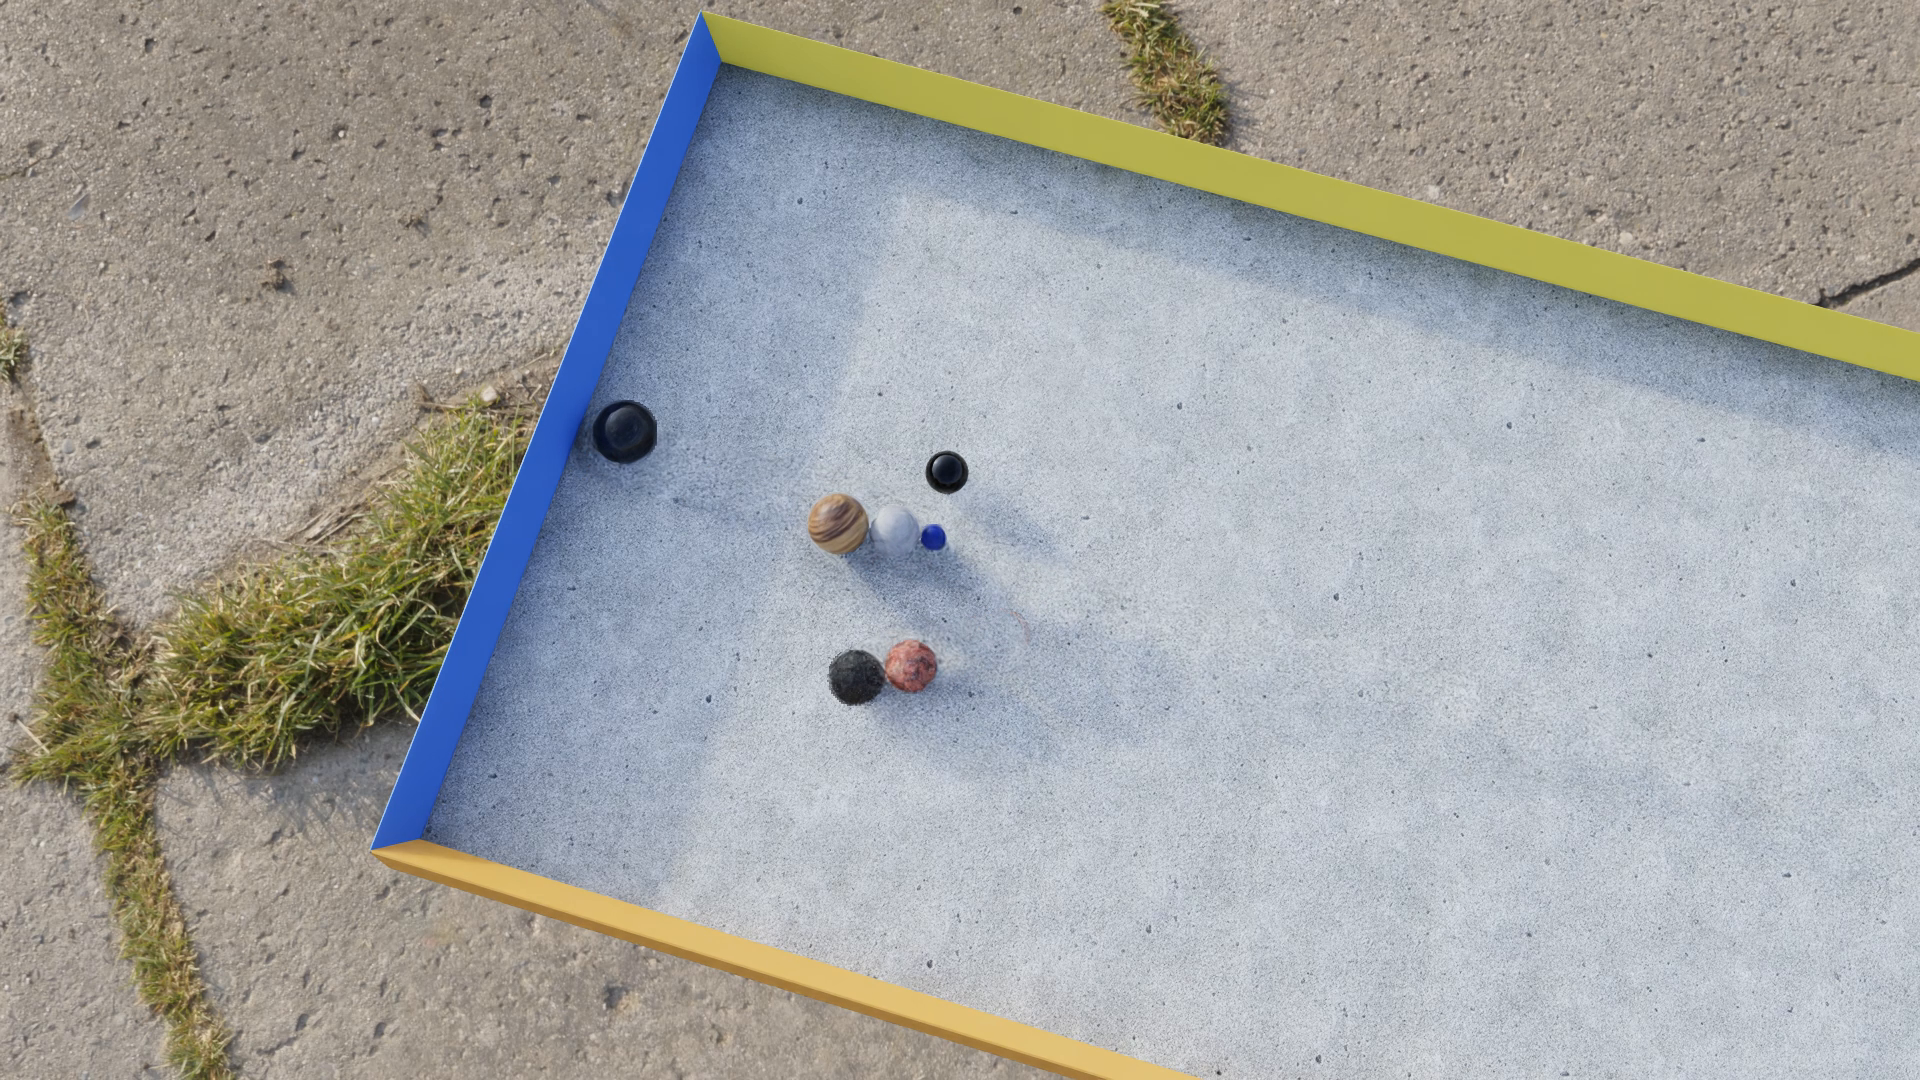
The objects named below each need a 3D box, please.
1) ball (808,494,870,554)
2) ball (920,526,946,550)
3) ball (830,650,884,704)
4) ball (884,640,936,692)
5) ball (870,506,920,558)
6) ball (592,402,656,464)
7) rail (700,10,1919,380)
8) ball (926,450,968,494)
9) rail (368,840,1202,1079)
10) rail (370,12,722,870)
[{"bbox_3d":[-0.188,-0.024,3.418,0.094,0.094,0.094,0,71,0],"label":"ball"},{"bbox_3d":[-0.041,-0.003,3.439,0.040,0.040,0.040,0,71,0],"label":"ball"},{"bbox_3d":[-0.156,0.209,3.343,0.083,0.083,0.083,0,71,0],"label":"ball"},{"bbox_3d":[-0.075,0.192,3.351,0.079,0.079,0.079,0,71,0],"label":"ball"},{"bbox_3d":[-0.101,-0.012,3.422,0.079,0.079,0.079,0,71,0],"label":"ball"},{"bbox_3d":[-0.529,-0.169,3.466,0.098,0.098,0.098,0,71,0],"label":"ball"},{"bbox_3d":[0.846,-0.467,3.552,2.679,0.128,0.045,16,72,5],"label":"rail"},{"bbox_3d":[-0.021,-0.107,3.460,0.069,0.069,0.069,0,71,0],"label":"ball"},{"bbox_3d":[0.436,0.815,3.109,2.679,0.128,0.045,16,72,5],"label":"rail"},{"bbox_3d":[-0.618,-0.186,3.455,0.045,0.128,1.464,16,72,5],"label":"rail"}]
